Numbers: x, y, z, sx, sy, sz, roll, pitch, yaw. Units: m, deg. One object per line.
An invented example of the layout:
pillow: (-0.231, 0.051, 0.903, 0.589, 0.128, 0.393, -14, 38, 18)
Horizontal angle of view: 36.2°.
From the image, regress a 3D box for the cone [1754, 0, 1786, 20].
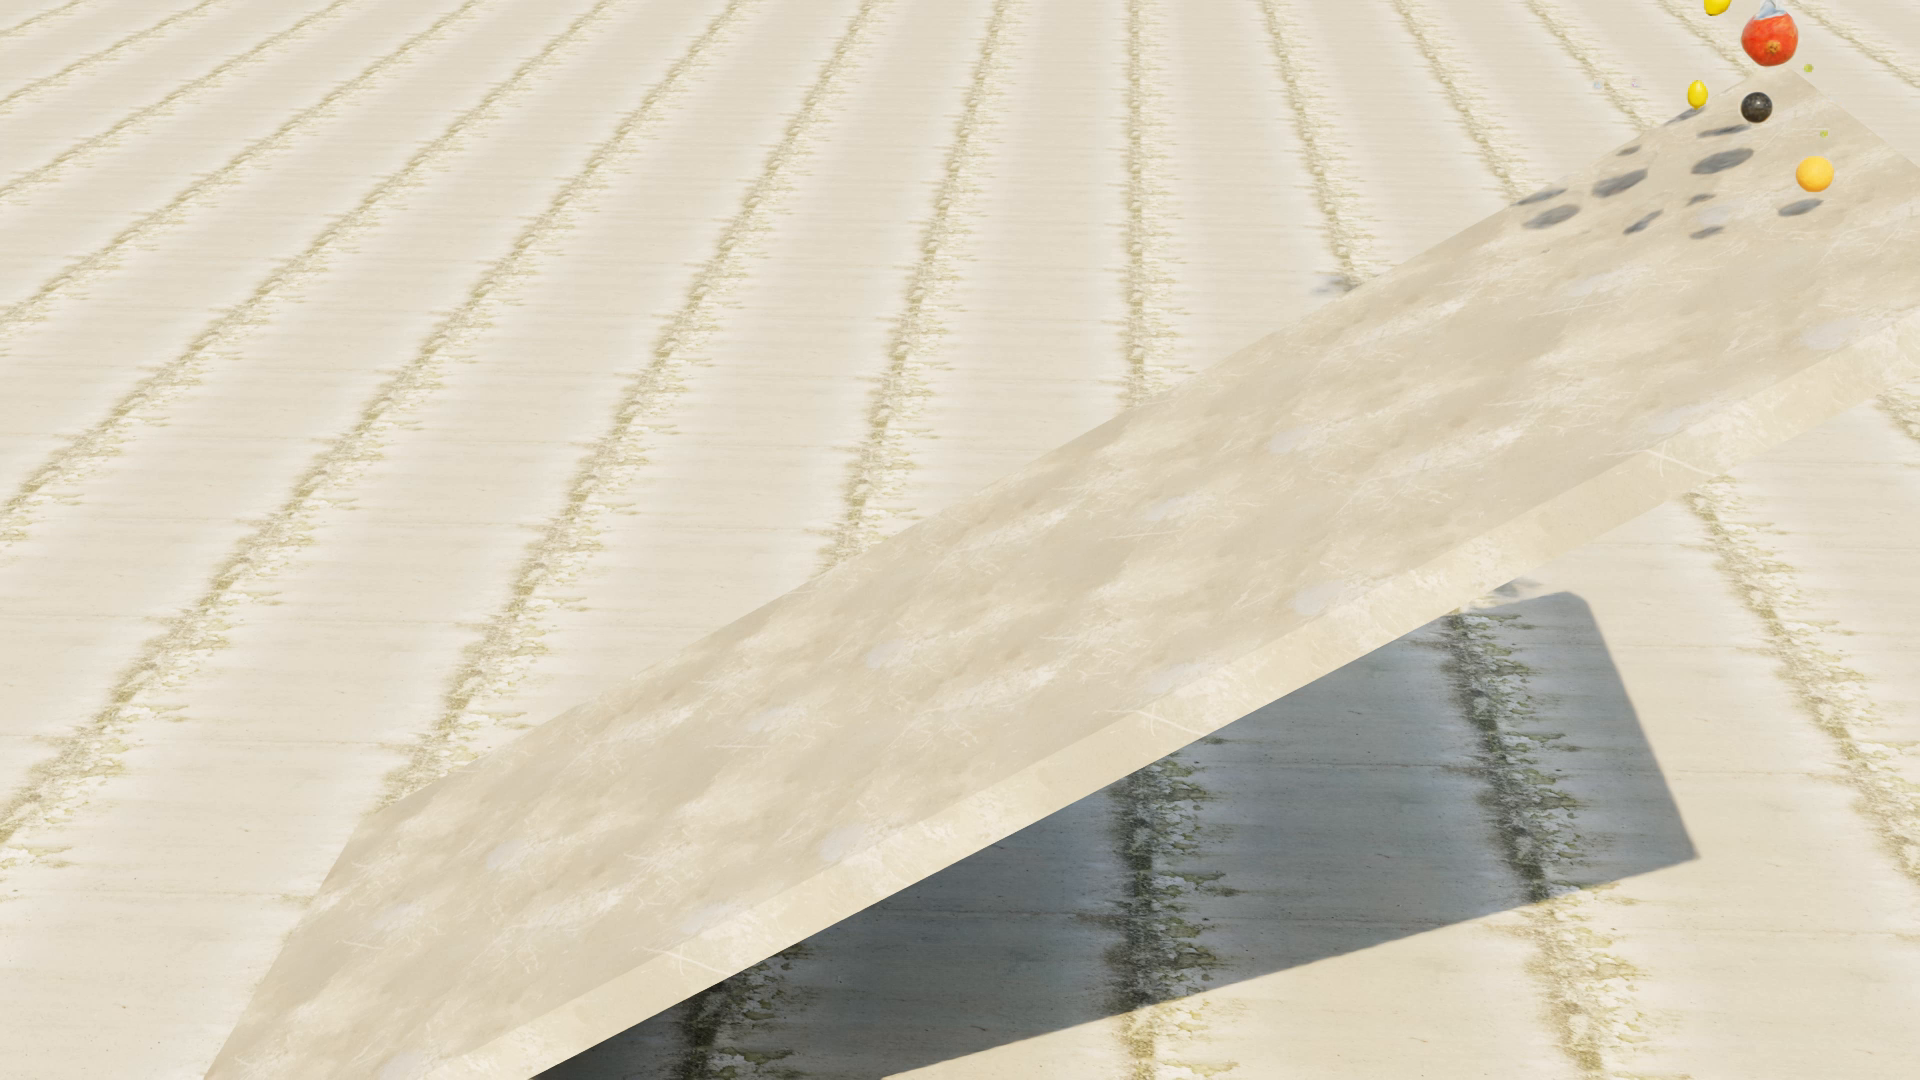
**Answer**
cone: (1.522, -0.998, 5.559, 0.055, 0.055, 0.055, -38, -1, 30)

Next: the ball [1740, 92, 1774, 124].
ball: (1.500, -0.814, 5.538, 0.060, 0.060, 0.060, 0, 18, 0)

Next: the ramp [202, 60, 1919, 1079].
ramp: (0.142, 0.168, 6.284, 4.000, 0.100, 2.000, -28, 15, 12)
